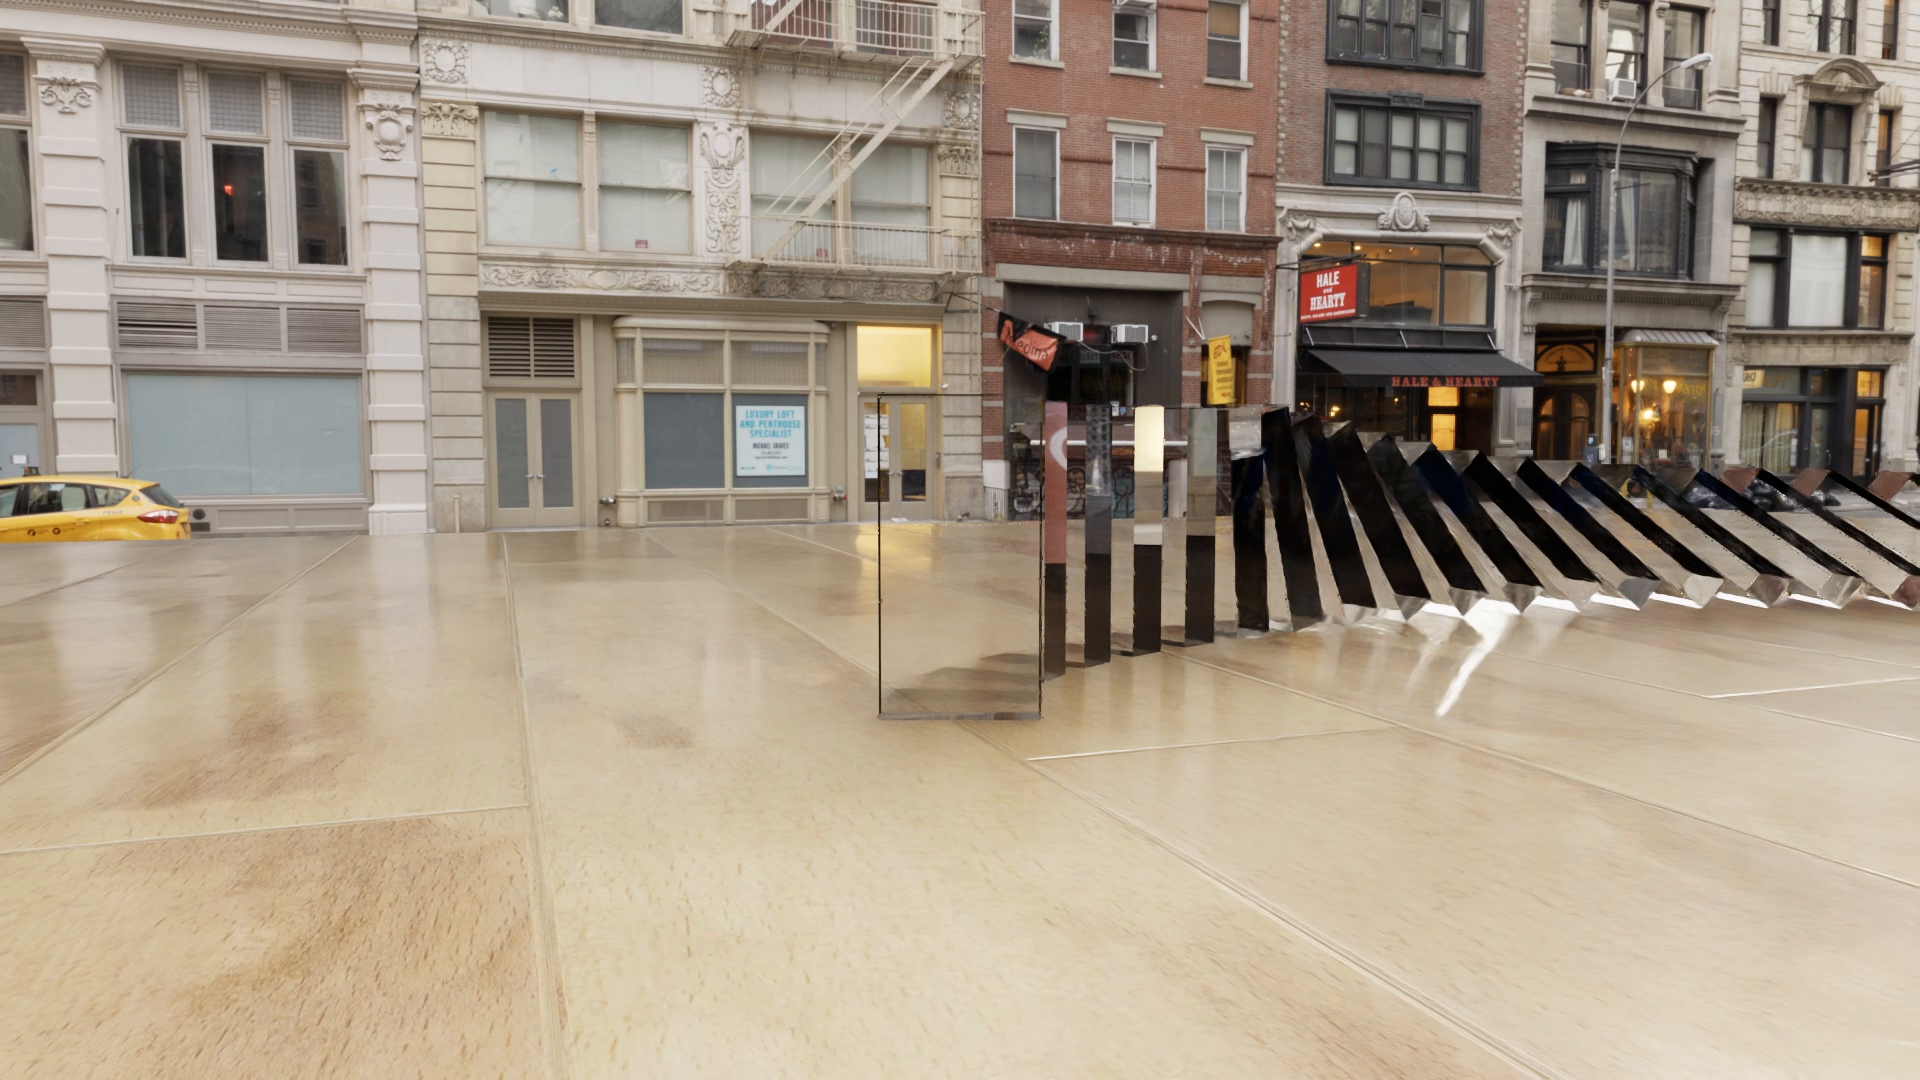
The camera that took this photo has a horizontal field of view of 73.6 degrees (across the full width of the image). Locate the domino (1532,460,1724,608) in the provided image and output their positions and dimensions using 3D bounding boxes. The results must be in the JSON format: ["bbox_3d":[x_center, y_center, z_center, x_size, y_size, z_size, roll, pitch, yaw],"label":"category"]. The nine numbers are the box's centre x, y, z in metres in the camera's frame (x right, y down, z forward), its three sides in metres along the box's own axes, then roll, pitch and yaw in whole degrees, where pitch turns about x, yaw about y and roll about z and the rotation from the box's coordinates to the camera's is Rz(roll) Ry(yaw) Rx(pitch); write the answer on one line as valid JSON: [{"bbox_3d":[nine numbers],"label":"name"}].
[{"bbox_3d":[0.174,-0.002,0.342,0.050,0.010,0.025,37,2,-4],"label":"domino"}]

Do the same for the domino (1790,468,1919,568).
[{"bbox_3d":[0.248,-0.001,0.340,0.050,0.009,0.025,36,15,14],"label":"domino"}]

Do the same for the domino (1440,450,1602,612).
[{"bbox_3d":[0.139,-0.003,0.332,0.050,0.009,0.025,43,-6,-13],"label":"domino"}]

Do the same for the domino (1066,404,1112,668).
[{"bbox_3d":[0.017,-0.001,0.253,0.025,0.050,0.009,3,5,38],"label":"domino"}]

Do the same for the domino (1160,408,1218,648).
[{"bbox_3d":[0.043,-0.003,0.279,0.009,0.050,0.025,-4,6,-40],"label":"domino"}]

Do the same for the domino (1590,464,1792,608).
[{"bbox_3d":[0.192,-0.002,0.343,0.050,0.009,0.025,36,4,-1],"label":"domino"}]

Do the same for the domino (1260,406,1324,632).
[{"bbox_3d":[0.068,-0.005,0.298,0.010,0.050,0.025,-18,12,-27],"label":"domino"}]

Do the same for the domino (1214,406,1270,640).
[{"bbox_3d":[0.056,-0.004,0.290,0.009,0.050,0.025,-8,8,-32],"label":"domino"}]

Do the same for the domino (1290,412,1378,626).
[{"bbox_3d":[0.080,-0.005,0.306,0.010,0.050,0.025,-27,15,-22],"label":"domino"}]

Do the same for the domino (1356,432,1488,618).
[{"bbox_3d":[0.108,-0.004,0.320,0.009,0.050,0.025,-40,15,-12],"label":"domino"}]

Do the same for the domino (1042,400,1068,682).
[{"bbox_3d":[0.006,0.000,0.237,0.025,0.050,0.009,2,5,28],"label":"domino"}]

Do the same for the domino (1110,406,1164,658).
[{"bbox_3d":[0.029,-0.002,0.267,0.025,0.050,0.009,4,6,44],"label":"domino"}]

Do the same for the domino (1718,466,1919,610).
[{"bbox_3d":[0.229,-0.001,0.344,0.050,0.009,0.025,36,11,8],"label":"domino"}]

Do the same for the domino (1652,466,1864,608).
[{"bbox_3d":[0.211,-0.001,0.344,0.050,0.009,0.025,35,7,3],"label":"domino"}]

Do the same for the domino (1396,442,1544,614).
[{"bbox_3d":[0.123,-0.003,0.326,0.009,0.050,0.025,-45,15,-9],"label":"domino"}]

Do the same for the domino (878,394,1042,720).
[{"bbox_3d":[0.000,0.002,0.201,0.025,0.050,0.009,0,4,0],"label":"domino"}]

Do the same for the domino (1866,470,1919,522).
[{"bbox_3d":[0.265,0.000,0.334,0.050,0.009,0.025,36,15,14],"label":"domino"}]

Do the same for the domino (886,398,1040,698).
[{"bbox_3d":[0.001,0.001,0.219,0.025,0.050,0.009,1,4,7],"label":"domino"}]

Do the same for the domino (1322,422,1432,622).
[{"bbox_3d":[0.094,-0.005,0.313,0.009,0.050,0.025,-34,16,-18],"label":"domino"}]

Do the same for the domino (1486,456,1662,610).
[{"bbox_3d":[0.156,-0.002,0.338,0.050,0.009,0.025,40,-2,-9],"label":"domino"}]
